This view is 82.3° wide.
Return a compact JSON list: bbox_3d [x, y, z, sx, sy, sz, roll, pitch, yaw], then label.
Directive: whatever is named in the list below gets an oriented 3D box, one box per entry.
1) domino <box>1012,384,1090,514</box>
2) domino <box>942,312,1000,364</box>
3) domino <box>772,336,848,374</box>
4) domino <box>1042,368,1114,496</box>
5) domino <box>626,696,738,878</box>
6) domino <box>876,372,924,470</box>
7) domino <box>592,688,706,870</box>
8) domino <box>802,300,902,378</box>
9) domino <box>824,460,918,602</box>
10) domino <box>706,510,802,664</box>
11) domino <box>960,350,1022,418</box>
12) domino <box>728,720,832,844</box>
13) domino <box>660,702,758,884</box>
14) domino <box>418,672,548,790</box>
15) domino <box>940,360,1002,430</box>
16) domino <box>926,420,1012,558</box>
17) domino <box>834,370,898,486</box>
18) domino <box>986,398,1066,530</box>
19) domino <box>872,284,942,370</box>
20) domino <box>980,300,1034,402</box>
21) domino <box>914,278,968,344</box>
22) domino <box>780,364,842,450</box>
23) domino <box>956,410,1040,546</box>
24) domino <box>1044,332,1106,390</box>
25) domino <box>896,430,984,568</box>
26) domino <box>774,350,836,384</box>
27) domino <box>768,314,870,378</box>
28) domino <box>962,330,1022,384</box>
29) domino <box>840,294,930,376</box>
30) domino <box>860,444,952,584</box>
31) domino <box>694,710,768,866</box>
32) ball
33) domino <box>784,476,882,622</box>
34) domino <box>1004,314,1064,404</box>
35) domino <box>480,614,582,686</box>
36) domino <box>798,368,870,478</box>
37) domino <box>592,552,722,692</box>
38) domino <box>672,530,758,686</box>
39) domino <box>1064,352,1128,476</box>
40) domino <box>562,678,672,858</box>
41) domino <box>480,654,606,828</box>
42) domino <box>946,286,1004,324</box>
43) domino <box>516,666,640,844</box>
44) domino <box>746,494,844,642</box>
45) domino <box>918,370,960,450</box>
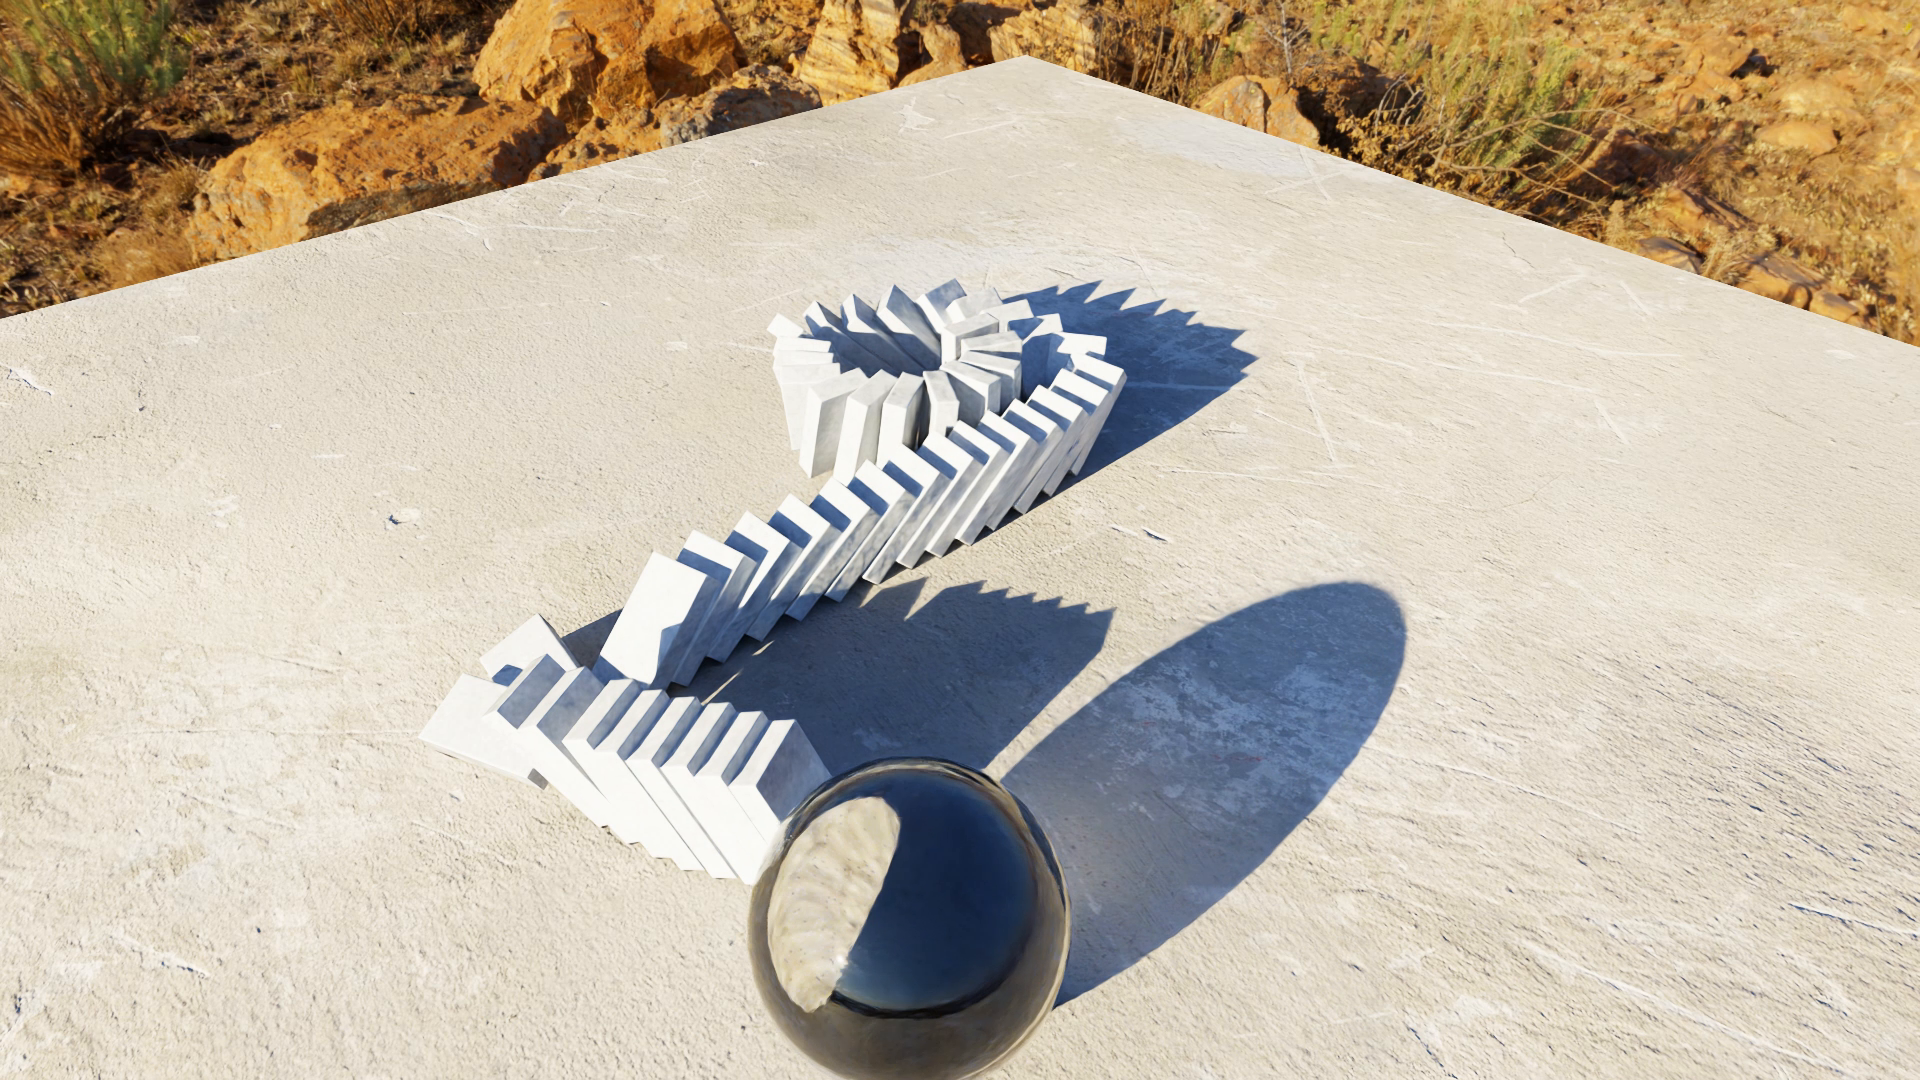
[{"bbox_3d":[0.030,-0.038,0.467,0.025,0.009,0.050,34,89,34],"label":"domino"},{"bbox_3d":[0.005,-0.077,0.505,0.025,0.050,0.010,-24,45,-26],"label":"domino"},{"bbox_3d":[-0.065,-0.076,0.506,0.025,0.050,0.010,9,73,14],"label":"domino"},{"bbox_3d":[0.042,-0.047,0.476,0.025,0.009,0.050,33,89,30],"label":"domino"},{"bbox_3d":[-0.075,0.073,0.323,0.010,0.050,0.025,-8,33,29],"label":"domino"},{"bbox_3d":[-0.026,-0.042,0.462,0.009,0.050,0.025,17,41,7],"label":"domino"},{"bbox_3d":[-0.085,0.071,0.325,0.010,0.050,0.025,-8,34,29],"label":"domino"},{"bbox_3d":[-0.051,-0.094,0.531,0.009,0.050,0.025,-47,38,15],"label":"domino"},{"bbox_3d":[-0.041,-0.004,0.424,0.025,0.010,0.050,39,93,37],"label":"domino"},{"bbox_3d":[-0.082,0.017,0.401,0.025,0.009,0.050,32,85,33],"label":"domino"},{"bbox_3d":[0.013,-0.056,0.480,0.025,0.050,0.009,14,41,17],"label":"domino"},{"bbox_3d":[-0.045,0.078,0.316,0.010,0.050,0.025,-8,33,29],"label":"domino"},{"bbox_3d":[-0.065,0.074,0.321,0.009,0.050,0.025,-8,33,29],"label":"domino"},{"bbox_3d":[-0.149,0.061,0.357,0.050,0.010,0.025,11,58,26],"label":"domino"},{"bbox_3d":[0.004,-0.050,0.472,0.025,0.050,0.009,26,43,28],"label":"domino"},{"bbox_3d":[-0.004,-0.021,0.444,0.025,0.009,0.050,37,94,37],"label":"domino"},{"bbox_3d":[-0.040,-0.045,0.466,0.009,0.050,0.025,30,47,12],"label":"domino"},{"bbox_3d":[0.019,-0.032,0.459,0.025,0.010,0.050,37,91,37],"label":"domino"},{"bbox_3d":[-0.019,-0.100,0.541,0.050,0.010,0.025,40,34,-22],"label":"domino"},{"bbox_3d":[0.029,-0.088,0.528,0.025,0.009,0.050,-19,83,-21],"label":"domino"},{"bbox_3d":[0.002,-0.103,0.544,0.025,0.010,0.050,-38,94,-39],"label":"domino"},{"bbox_3d":[-0.063,-0.058,0.482,0.025,0.050,0.010,-3,62,-4],"label":"domino"},{"bbox_3d":[0.008,-0.025,0.450,0.025,0.010,0.050,37,94,37],"label":"domino"},{"bbox_3d":[0.051,-0.068,0.502,0.025,0.010,0.050,8,83,8],"label":"domino"},{"bbox_3d":[-0.015,-0.016,0.438,0.025,0.009,0.050,39,95,36],"label":"domino"},{"bbox_3d":[-0.066,-0.067,0.494,0.025,0.050,0.009,5,67,6],"label":"domino"},{"bbox_3d":[-0.065,-0.088,0.522,0.025,0.050,0.009,38,95,44],"label":"domino"},{"bbox_3d":[0.014,-0.068,0.494,0.025,0.050,0.009,-13,41,-15],"label":"domino"},{"bbox_3d":[-0.036,-0.097,0.536,0.050,0.010,0.025,34,26,-32],"label":"domino"},{"bbox_3d":[-0.028,-0.010,0.431,0.025,0.009,0.050,39,95,37],"label":"domino"},{"bbox_3d":[-0.055,0.076,0.318,0.010,0.050,0.025,-8,33,29],"label":"domino"},{"bbox_3d":[-0.012,0.094,0.273,0.080,0.080,0.080,0,39,0],"label":"ball"},{"bbox_3d":[-0.054,0.003,0.417,0.025,0.009,0.050,39,91,37],"label":"domino"},{"bbox_3d":[0.039,-0.080,0.516,0.025,0.009,0.050,-11,82,-13],"label":"domino"},{"bbox_3d":[-0.143,0.049,0.377,0.025,0.009,0.050,-41,51,-13],"label":"domino"},{"bbox_3d":[-0.054,-0.050,0.472,0.025,0.050,0.009,-26,65,-28],"label":"domino"},{"bbox_3d":[-0.106,0.032,0.382,0.025,0.010,0.050,21,79,25],"label":"domino"},{"bbox_3d":[-0.096,0.024,0.392,0.025,0.010,0.050,24,81,27],"label":"domino"},{"bbox_3d":[0.051,-0.056,0.487,0.025,0.009,0.050,26,86,24],"label":"domino"},{"bbox_3d":[-0.094,0.068,0.328,0.009,0.050,0.025,-8,33,29],"label":"domino"},{"bbox_3d":[-0.119,0.062,0.340,0.010,0.050,0.025,-24,25,36],"label":"domino"},{"bbox_3d":[0.017,-0.097,0.537,0.025,0.009,0.050,-26,87,-30],"label":"domino"},{"bbox_3d":[-0.107,0.065,0.334,0.010,0.050,0.025,-17,28,34],"label":"domino"},{"bbox_3d":[-0.068,0.010,0.409,0.025,0.010,0.050,36,88,35],"label":"domino"},{"bbox_3d":[-0.010,-0.043,0.464,0.009,0.050,0.025,-4,39,-14],"label":"domino"}]
